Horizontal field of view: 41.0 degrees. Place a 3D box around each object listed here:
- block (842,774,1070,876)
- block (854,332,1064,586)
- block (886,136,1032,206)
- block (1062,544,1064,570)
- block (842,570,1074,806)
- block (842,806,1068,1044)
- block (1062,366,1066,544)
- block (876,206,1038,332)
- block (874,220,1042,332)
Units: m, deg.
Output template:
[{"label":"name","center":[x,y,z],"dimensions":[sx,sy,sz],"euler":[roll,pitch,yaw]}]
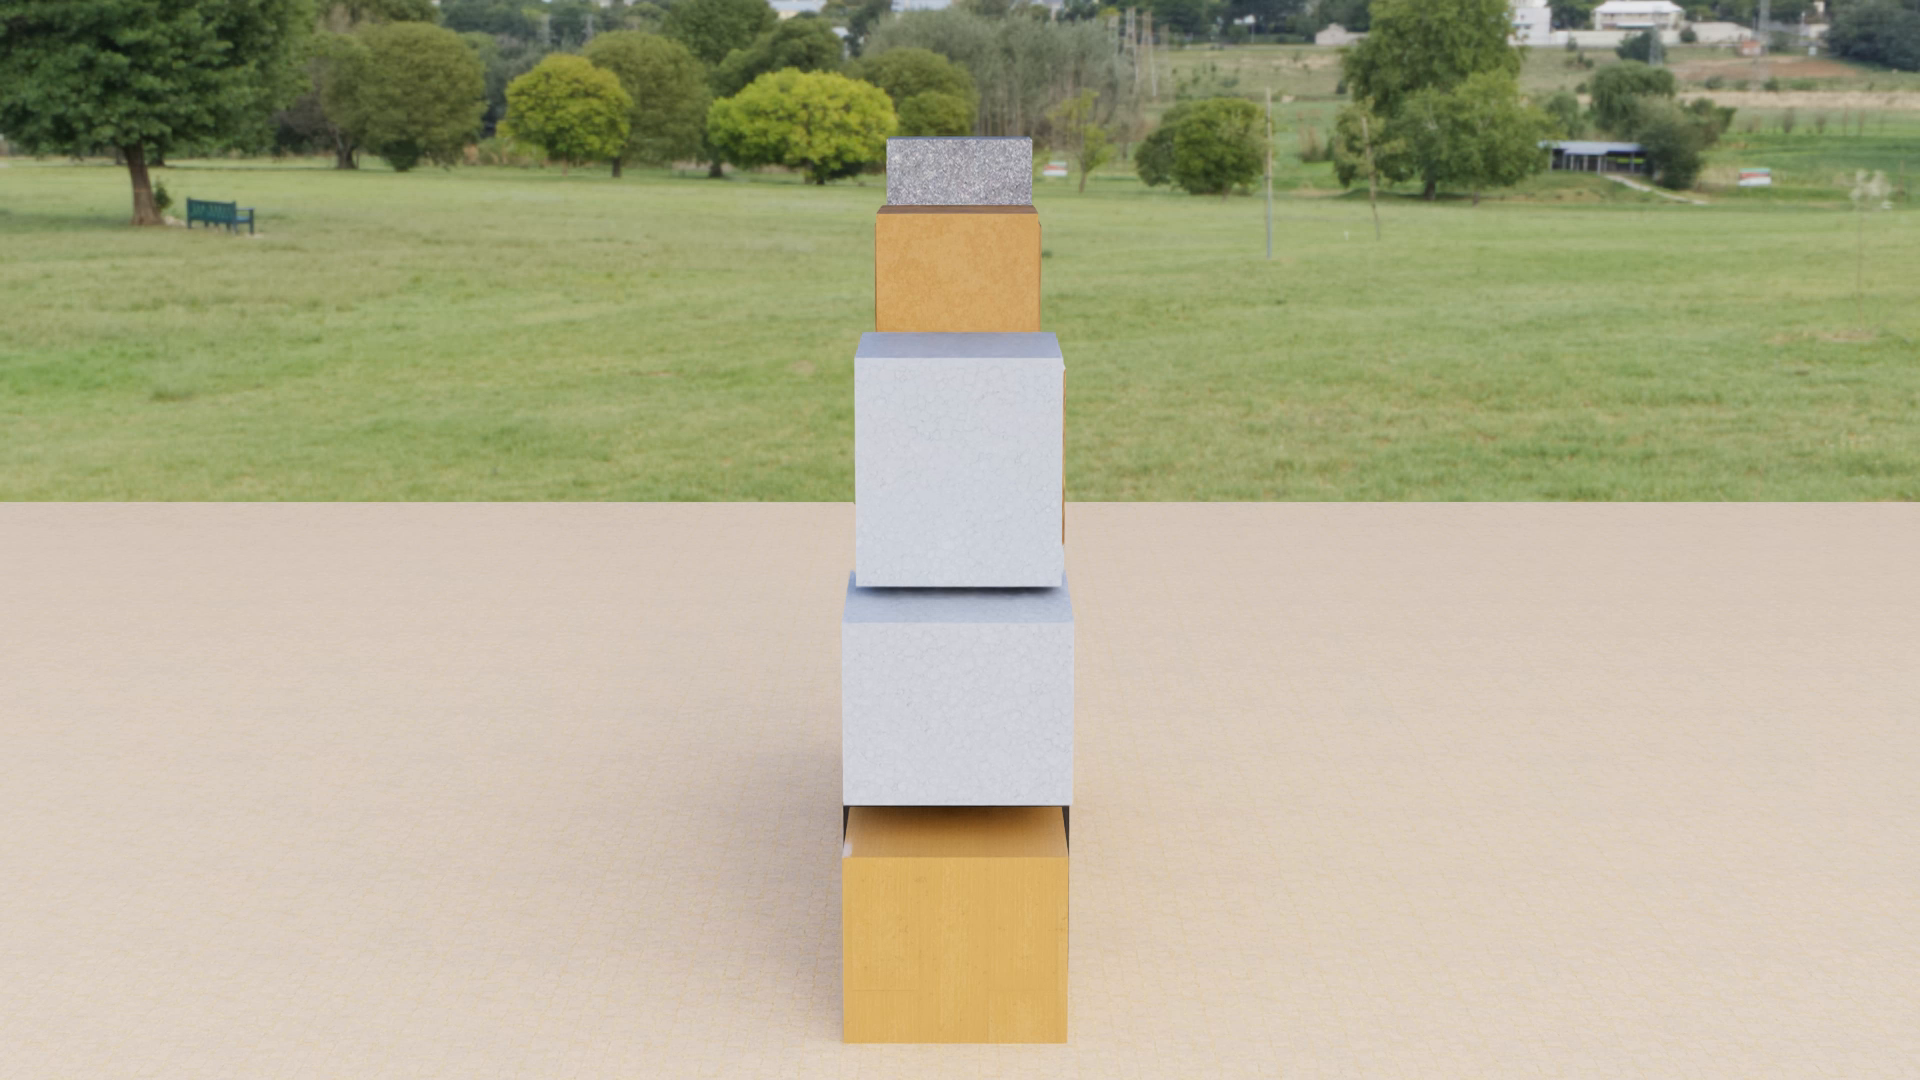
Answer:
[{"label":"block","center":[-0.014,1.210,10.464],"dimensions":[0.885,0.875,0.812],"euler":[0,10,0]},{"label":"block","center":[-0.004,-0.330,9.971],"dimensions":[0.772,0.864,0.817],"euler":[0,11,0]},{"label":"block","center":[-0.002,-1.425,11.291],"dimensions":[0.621,0.682,0.619],"euler":[0,10,0]},{"label":"block","center":[0.003,-0.154,11.832],"dimensions":[0.921,0.961,0.972],"euler":[0,13,0]},{"label":"block","center":[-0.007,0.546,9.771],"dimensions":[0.846,0.696,0.797],"euler":[0,14,0]},{"label":"block","center":[-0.016,1.432,9.708],"dimensions":[0.820,0.709,0.735],"euler":[0,10,0]},{"label":"block","center":[0.018,-0.413,10.828],"dimensions":[0.819,0.720,0.859],"euler":[0,10,0]},{"label":"block","center":[-0.010,-1.065,10.671],"dimensions":[0.648,0.618,0.729],"euler":[0,10,0]},{"label":"block","center":[-0.009,-1.111,12.097],"dimensions":[0.757,0.786,0.823],"euler":[0,10,0]}]
